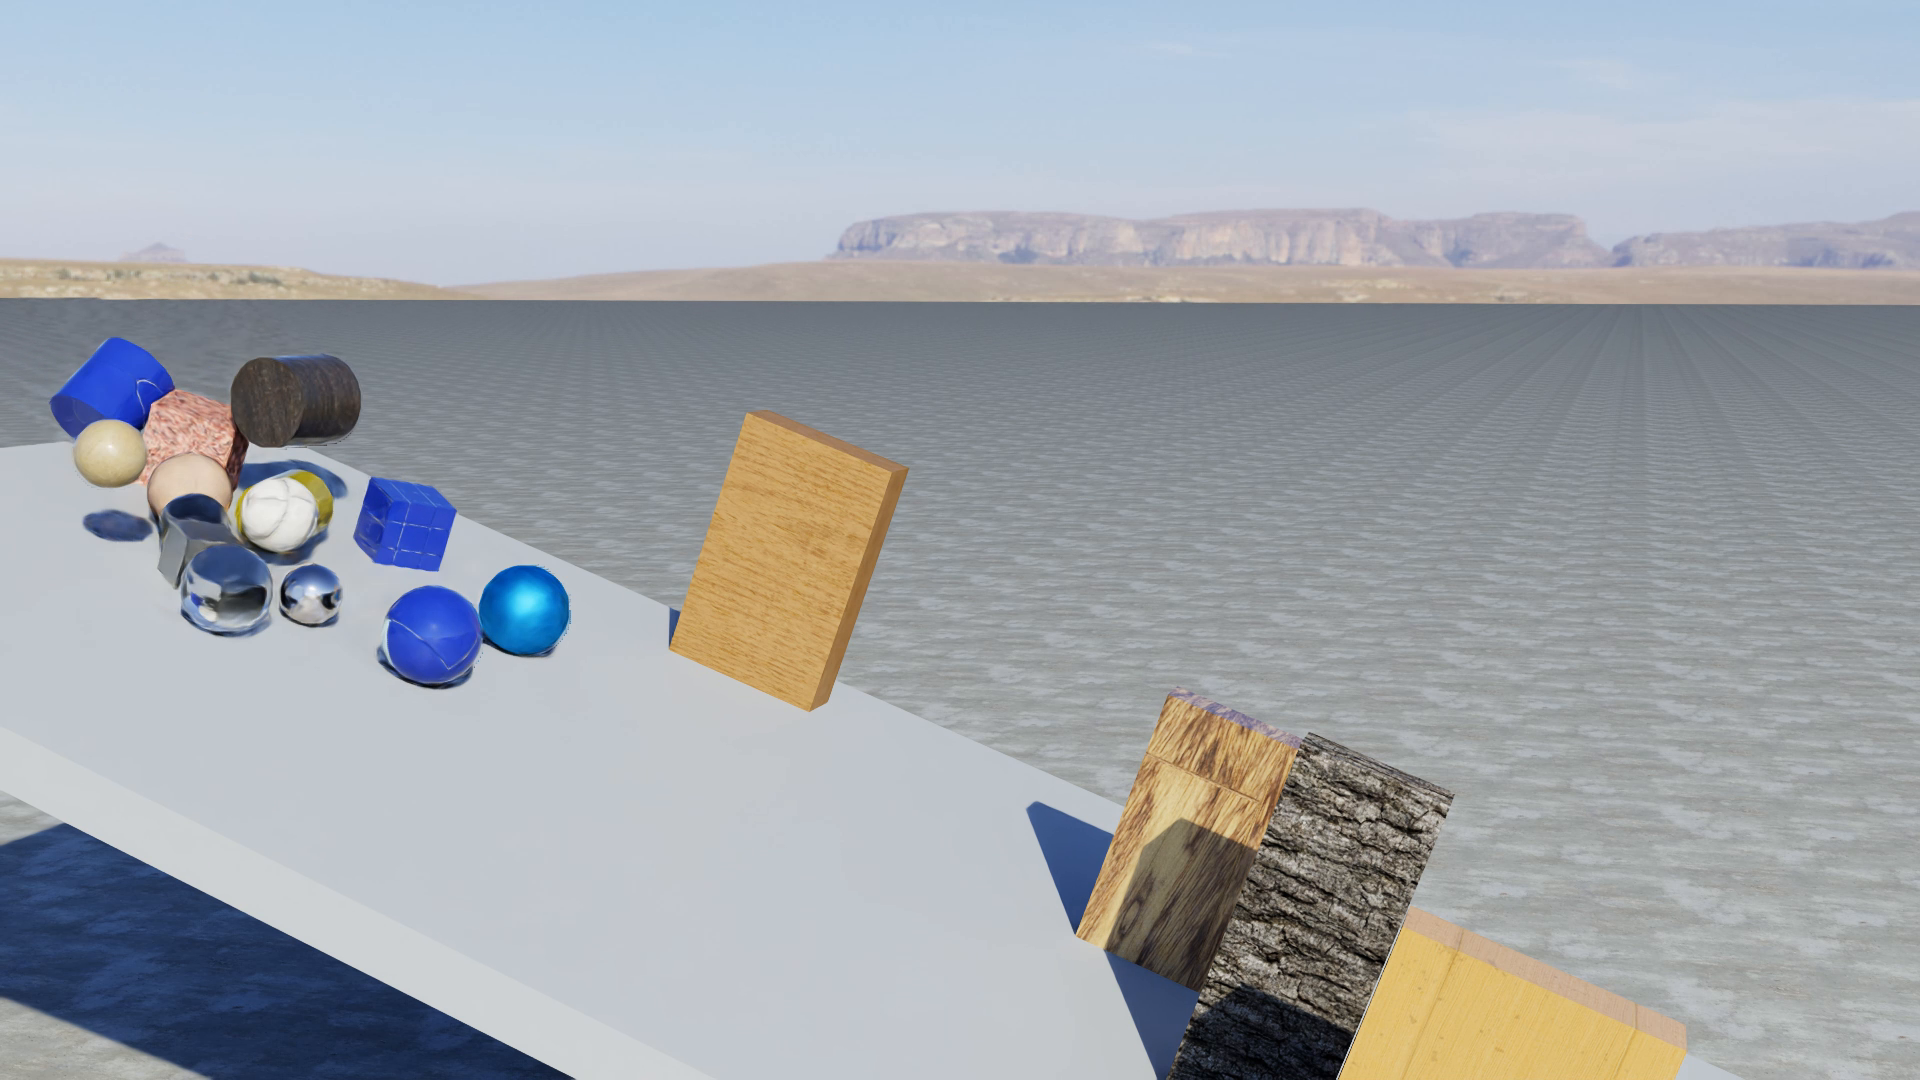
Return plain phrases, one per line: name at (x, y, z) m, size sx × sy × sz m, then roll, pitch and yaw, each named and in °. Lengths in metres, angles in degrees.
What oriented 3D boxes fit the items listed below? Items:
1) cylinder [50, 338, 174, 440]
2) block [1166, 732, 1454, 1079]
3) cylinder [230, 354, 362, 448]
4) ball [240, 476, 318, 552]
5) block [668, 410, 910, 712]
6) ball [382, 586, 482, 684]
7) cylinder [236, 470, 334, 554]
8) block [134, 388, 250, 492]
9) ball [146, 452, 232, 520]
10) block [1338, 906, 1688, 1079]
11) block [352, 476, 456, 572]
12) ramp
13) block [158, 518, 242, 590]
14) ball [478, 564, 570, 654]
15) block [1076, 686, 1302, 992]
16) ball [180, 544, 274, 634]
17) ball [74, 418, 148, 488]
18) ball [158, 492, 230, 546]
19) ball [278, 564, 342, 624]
cylinder at (-1.895, -0.320, 4.918) m, size 0.187 × 0.187 × 0.187 m, roll 4°, pitch 48°, yaw 31°
block at (0.569, 0.663, 3.609) m, size 0.253 × 0.641 × 0.094 m, roll 23°, pitch 13°, yaw 13°
cylinder at (-1.464, -0.307, 4.850) m, size 0.197 × 0.197 × 0.197 m, roll 3°, pitch 7°, yaw 22°
ball at (-1.425, -0.054, 4.603) m, size 0.158 × 0.158 × 0.158 m, roll 0°, pitch 7°, yaw 0°
block at (-0.388, 0.045, 4.960) m, size 0.362 × 0.579 × 0.120 m, roll 23°, pitch 13°, yaw 13°
ball at (-1.026, 0.185, 4.276) m, size 0.193 × 0.193 × 0.193 m, roll 0°, pitch 7°, yaw 0°
cylinder at (-1.462, -0.063, 4.766) m, size 0.156 × 0.156 × 0.156 m, roll 1°, pitch 11°, yaw 5°
block at (-1.714, -0.207, 4.929) m, size 0.186 × 0.186 × 0.186 m, roll 18°, pitch 12°, yaw -8°
ball at (-1.623, -0.099, 4.636) m, size 0.172 × 0.172 × 0.172 m, roll 0°, pitch 7°, yaw 0°
block at (0.700, 0.865, 3.060) m, size 0.397 × 0.588 × 0.107 m, roll 23°, pitch 13°, yaw 13°
block at (-1.256, -0.035, 4.971) m, size 0.152 × 0.152 × 0.152 m, roll 10°, pitch 16°, yaw -38°
ramp at (-0.332, 0.606, 4.210) m, size 4.000 × 0.100 × 2.000 m, roll 23°, pitch 13°, yaw 13°
block at (-1.514, 0.033, 4.378) m, size 0.109 × 0.109 × 0.109 m, roll 9°, pitch 16°, yaw -41°
ball at (-0.916, 0.146, 4.625) m, size 0.188 × 0.188 × 0.188 m, roll 0°, pitch 7°, yaw 0°
block at (0.512, 0.597, 4.121) m, size 0.438 × 0.508 × 0.088 m, roll 23°, pitch 13°, yaw 13°
ball at (-1.390, 0.092, 4.170) m, size 0.170 × 0.170 × 0.170 m, roll 0°, pitch 7°, yaw 0°
ball at (-1.633, -0.166, 4.228) m, size 0.134 × 0.134 × 0.134 m, roll 0°, pitch 7°, yaw 0°
ball at (-1.561, -0.026, 4.483) m, size 0.142 × 0.142 × 0.142 m, roll 0°, pitch 7°, yaw 0°
ball at (-1.290, 0.107, 4.372) m, size 0.122 × 0.122 × 0.122 m, roll 0°, pitch 7°, yaw 0°
